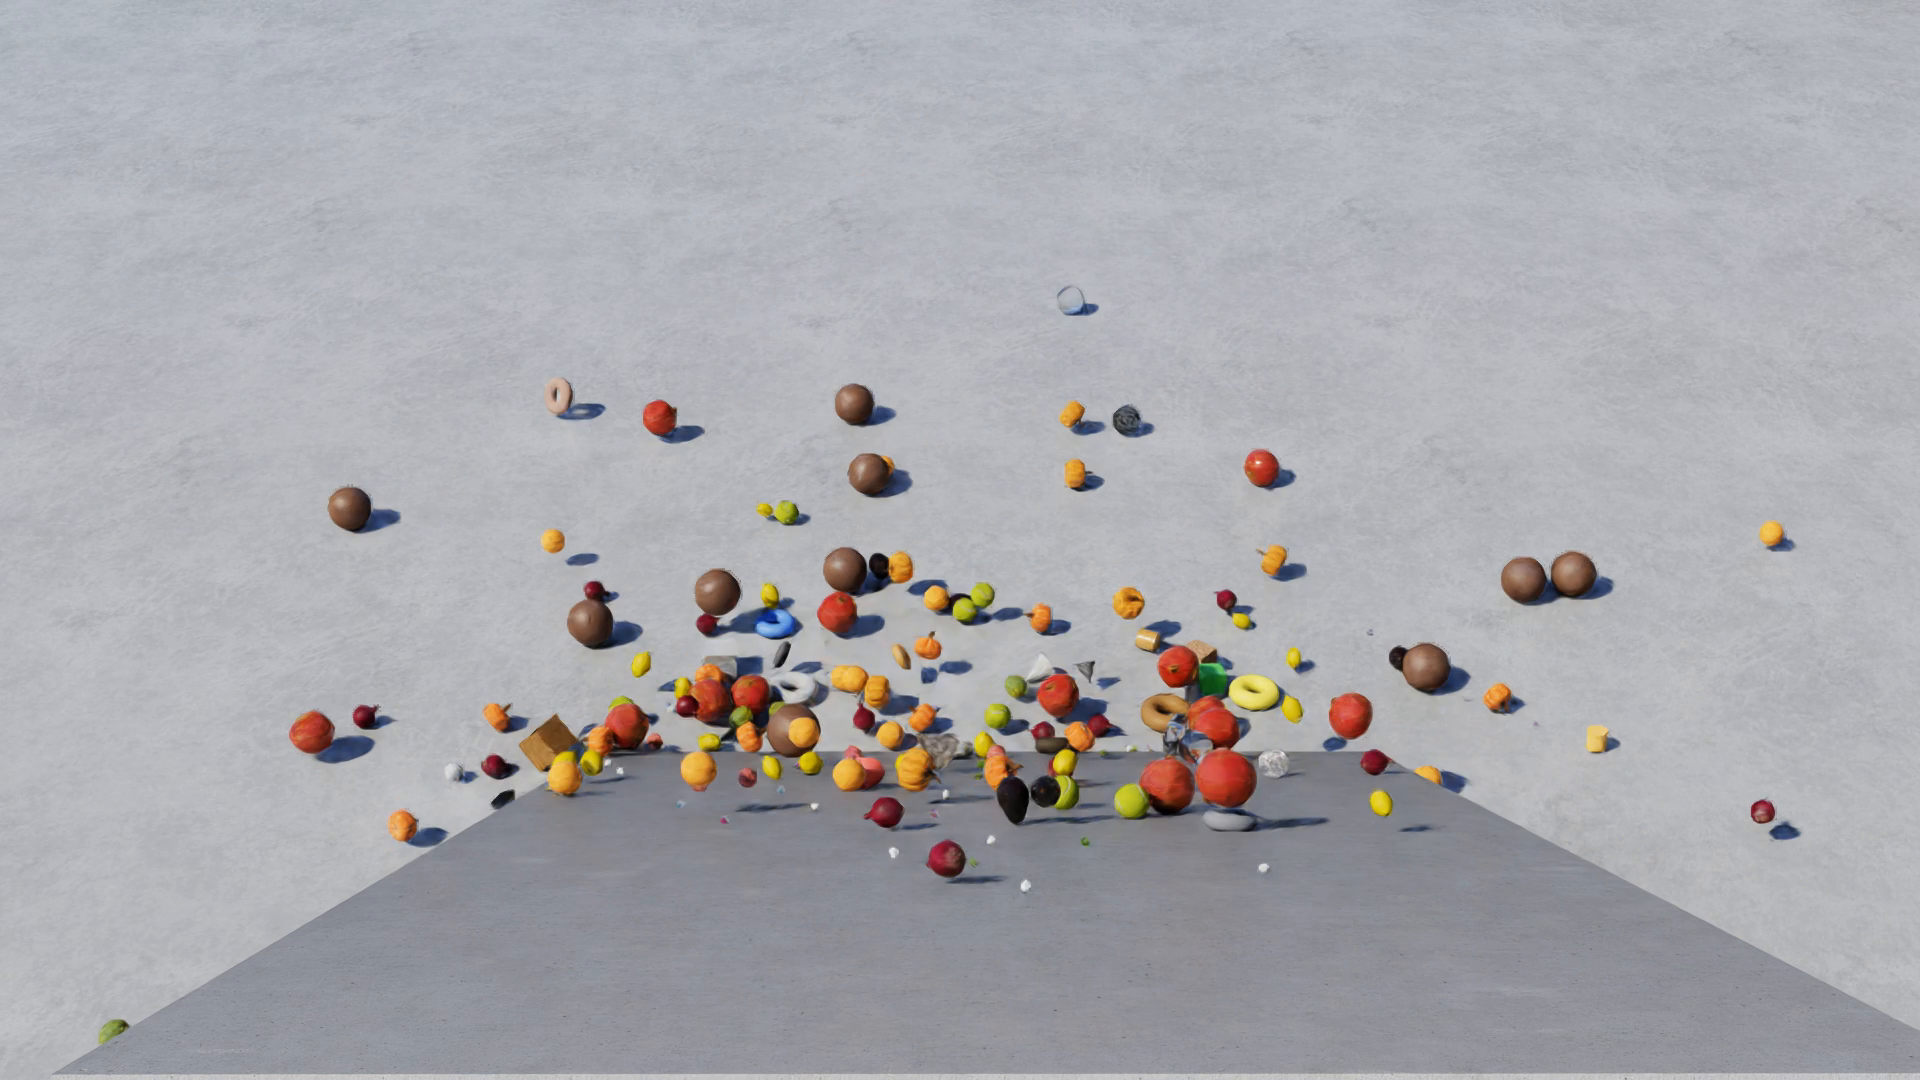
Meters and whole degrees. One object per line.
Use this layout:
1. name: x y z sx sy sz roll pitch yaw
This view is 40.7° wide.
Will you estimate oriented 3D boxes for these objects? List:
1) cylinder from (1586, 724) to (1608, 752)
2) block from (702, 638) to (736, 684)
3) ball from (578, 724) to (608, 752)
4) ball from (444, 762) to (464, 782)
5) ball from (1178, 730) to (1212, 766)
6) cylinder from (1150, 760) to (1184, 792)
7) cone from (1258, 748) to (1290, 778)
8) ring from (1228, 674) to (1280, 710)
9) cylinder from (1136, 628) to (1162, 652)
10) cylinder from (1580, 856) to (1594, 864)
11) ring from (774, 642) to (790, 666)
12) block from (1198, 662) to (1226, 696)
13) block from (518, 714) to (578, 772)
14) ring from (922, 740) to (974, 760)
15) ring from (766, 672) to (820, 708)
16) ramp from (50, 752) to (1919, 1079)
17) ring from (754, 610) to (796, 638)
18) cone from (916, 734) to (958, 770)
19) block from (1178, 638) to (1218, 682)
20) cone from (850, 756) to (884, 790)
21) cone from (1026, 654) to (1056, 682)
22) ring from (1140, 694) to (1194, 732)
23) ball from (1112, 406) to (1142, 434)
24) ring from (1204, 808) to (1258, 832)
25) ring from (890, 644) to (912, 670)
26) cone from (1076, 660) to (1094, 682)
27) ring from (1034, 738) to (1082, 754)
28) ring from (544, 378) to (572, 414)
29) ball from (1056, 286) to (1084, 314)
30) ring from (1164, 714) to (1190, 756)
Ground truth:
1. cylinder: 1.673 0.522 6.796 0.052 0.052 0.052 -1 28 0
2. block: -0.660 0.331 7.111 0.086 0.086 0.086 -3 30 -6
3. ball: -0.961 0.519 6.780 0.075 0.075 0.075 0 30 0
4. ball: -1.305 0.601 6.676 0.051 0.051 0.051 0 30 0
5. ball: 0.569 0.502 6.255 0.084 0.084 0.084 0 30 0
6. cylinder: 0.446 0.512 5.588 0.054 0.054 0.054 -35 36 -3
7. cone: 0.719 0.528 5.975 0.071 0.071 0.071 1 63 -3
8. ring: 0.797 0.412 7.011 0.138 0.046 0.138 1 30 -1
9. cylinder: 0.526 0.279 7.223 0.055 0.055 0.055 16 33 25
10. cylinder: 1.482 0.803 6.271 0.082 0.082 0.082 24 37 32
11. ring: -0.487 0.312 7.082 0.026 0.077 0.077 24 33 4
12. block: 0.688 0.378 7.055 0.061 0.061 0.061 -6 30 -10
13. block: -1.070 0.528 6.723 0.090 0.090 0.090 -36 6 39
14. ring: -0.030 0.523 6.469 0.131 0.044 0.131 -1 0 0
15. ring: -0.454 0.407 7.017 0.145 0.048 0.145 1 30 0
16. ramp: 0.067 0.596 4.652 2.000 0.100 4.000 0 0 0
17. ring: -0.524 0.238 7.322 0.116 0.039 0.116 -1 30 1
18. cone: -0.070 0.472 6.018 0.093 0.093 0.093 32 16 -29
19. block: 0.653 0.332 7.120 0.076 0.076 0.076 23 37 34
20. cone: -0.208 0.528 5.668 0.077 0.077 0.077 2 27 4
21. cone: 0.209 0.366 7.088 0.078 0.078 0.078 -33 39 -14
22. ring: 0.554 0.463 6.917 0.146 0.049 0.146 2 32 -1
23. ball: 0.539 -0.386 8.355 0.093 0.093 0.093 0 30 0
24. ring: 0.509 0.528 4.871 0.103 0.034 0.103 3 2 0
25. ring: -0.159 0.318 7.039 0.027 0.081 0.081 -34 26 15
26. cone: 0.346 0.361 7.020 0.055 0.055 0.055 -13 -10 -2
27. ring: 0.250 0.524 6.590 0.121 0.040 0.121 0 -4 0
28. ring: -1.310 -0.470 8.435 0.122 0.122 0.041 27 17 38
29. ball: 0.390 -0.849 9.157 0.100 0.100 0.100 0 30 0
30. ring: 0.528 0.476 6.319 0.037 0.112 0.112 17 34 21
